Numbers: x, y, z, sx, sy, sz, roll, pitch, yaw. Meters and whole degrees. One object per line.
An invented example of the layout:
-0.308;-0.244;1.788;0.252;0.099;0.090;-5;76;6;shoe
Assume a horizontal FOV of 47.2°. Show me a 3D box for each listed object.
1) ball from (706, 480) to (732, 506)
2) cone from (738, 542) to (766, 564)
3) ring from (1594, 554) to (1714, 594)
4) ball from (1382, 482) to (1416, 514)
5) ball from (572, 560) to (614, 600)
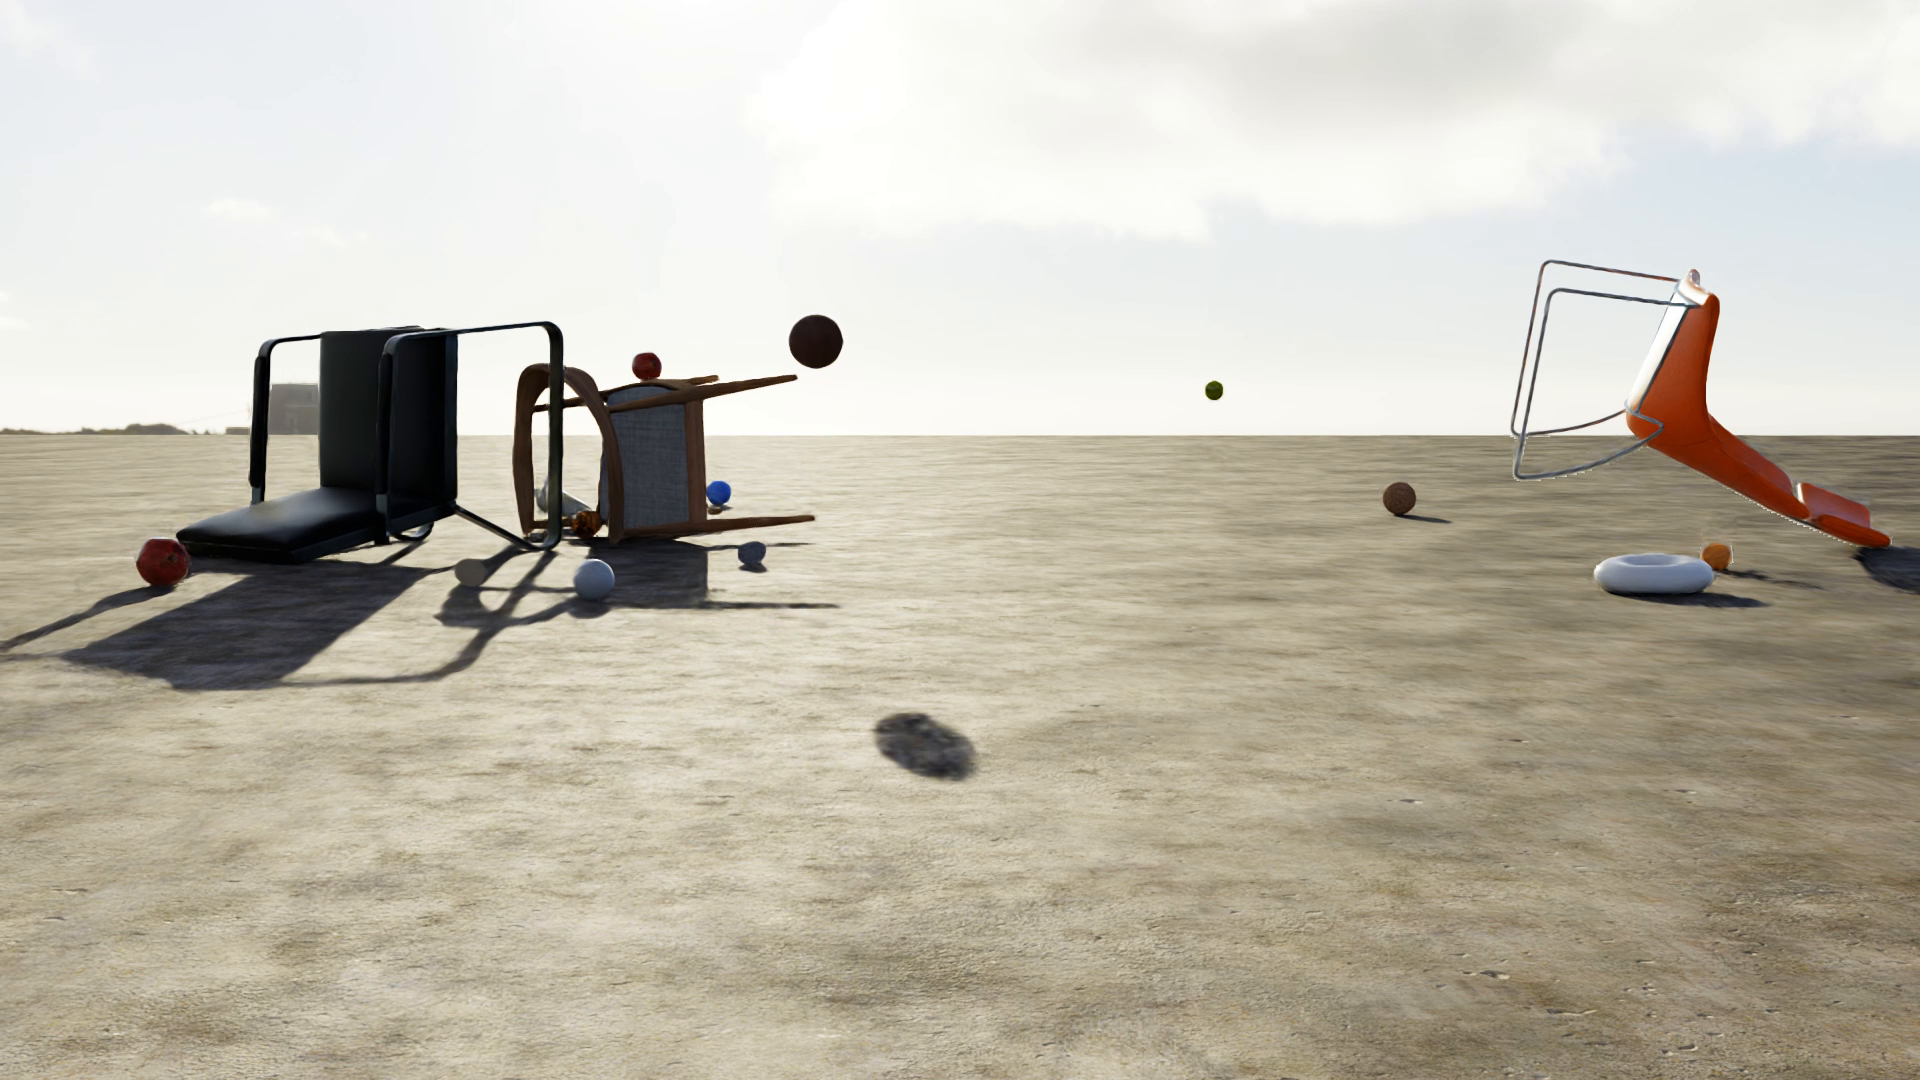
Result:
-0.932;-0.183;8.497;0.098;0.098;0.098;0;4;0;ball
-0.524;0.046;5.654;0.080;0.067;0.063;-4;-26;17;cone
1.543;0.077;4.891;0.256;0.067;0.258;2;9;31;ring
1.572;-0.150;7.868;0.118;0.118;0.118;0;4;0;ball
-0.777;0.085;4.668;0.088;0.088;0.088;0;4;0;ball
